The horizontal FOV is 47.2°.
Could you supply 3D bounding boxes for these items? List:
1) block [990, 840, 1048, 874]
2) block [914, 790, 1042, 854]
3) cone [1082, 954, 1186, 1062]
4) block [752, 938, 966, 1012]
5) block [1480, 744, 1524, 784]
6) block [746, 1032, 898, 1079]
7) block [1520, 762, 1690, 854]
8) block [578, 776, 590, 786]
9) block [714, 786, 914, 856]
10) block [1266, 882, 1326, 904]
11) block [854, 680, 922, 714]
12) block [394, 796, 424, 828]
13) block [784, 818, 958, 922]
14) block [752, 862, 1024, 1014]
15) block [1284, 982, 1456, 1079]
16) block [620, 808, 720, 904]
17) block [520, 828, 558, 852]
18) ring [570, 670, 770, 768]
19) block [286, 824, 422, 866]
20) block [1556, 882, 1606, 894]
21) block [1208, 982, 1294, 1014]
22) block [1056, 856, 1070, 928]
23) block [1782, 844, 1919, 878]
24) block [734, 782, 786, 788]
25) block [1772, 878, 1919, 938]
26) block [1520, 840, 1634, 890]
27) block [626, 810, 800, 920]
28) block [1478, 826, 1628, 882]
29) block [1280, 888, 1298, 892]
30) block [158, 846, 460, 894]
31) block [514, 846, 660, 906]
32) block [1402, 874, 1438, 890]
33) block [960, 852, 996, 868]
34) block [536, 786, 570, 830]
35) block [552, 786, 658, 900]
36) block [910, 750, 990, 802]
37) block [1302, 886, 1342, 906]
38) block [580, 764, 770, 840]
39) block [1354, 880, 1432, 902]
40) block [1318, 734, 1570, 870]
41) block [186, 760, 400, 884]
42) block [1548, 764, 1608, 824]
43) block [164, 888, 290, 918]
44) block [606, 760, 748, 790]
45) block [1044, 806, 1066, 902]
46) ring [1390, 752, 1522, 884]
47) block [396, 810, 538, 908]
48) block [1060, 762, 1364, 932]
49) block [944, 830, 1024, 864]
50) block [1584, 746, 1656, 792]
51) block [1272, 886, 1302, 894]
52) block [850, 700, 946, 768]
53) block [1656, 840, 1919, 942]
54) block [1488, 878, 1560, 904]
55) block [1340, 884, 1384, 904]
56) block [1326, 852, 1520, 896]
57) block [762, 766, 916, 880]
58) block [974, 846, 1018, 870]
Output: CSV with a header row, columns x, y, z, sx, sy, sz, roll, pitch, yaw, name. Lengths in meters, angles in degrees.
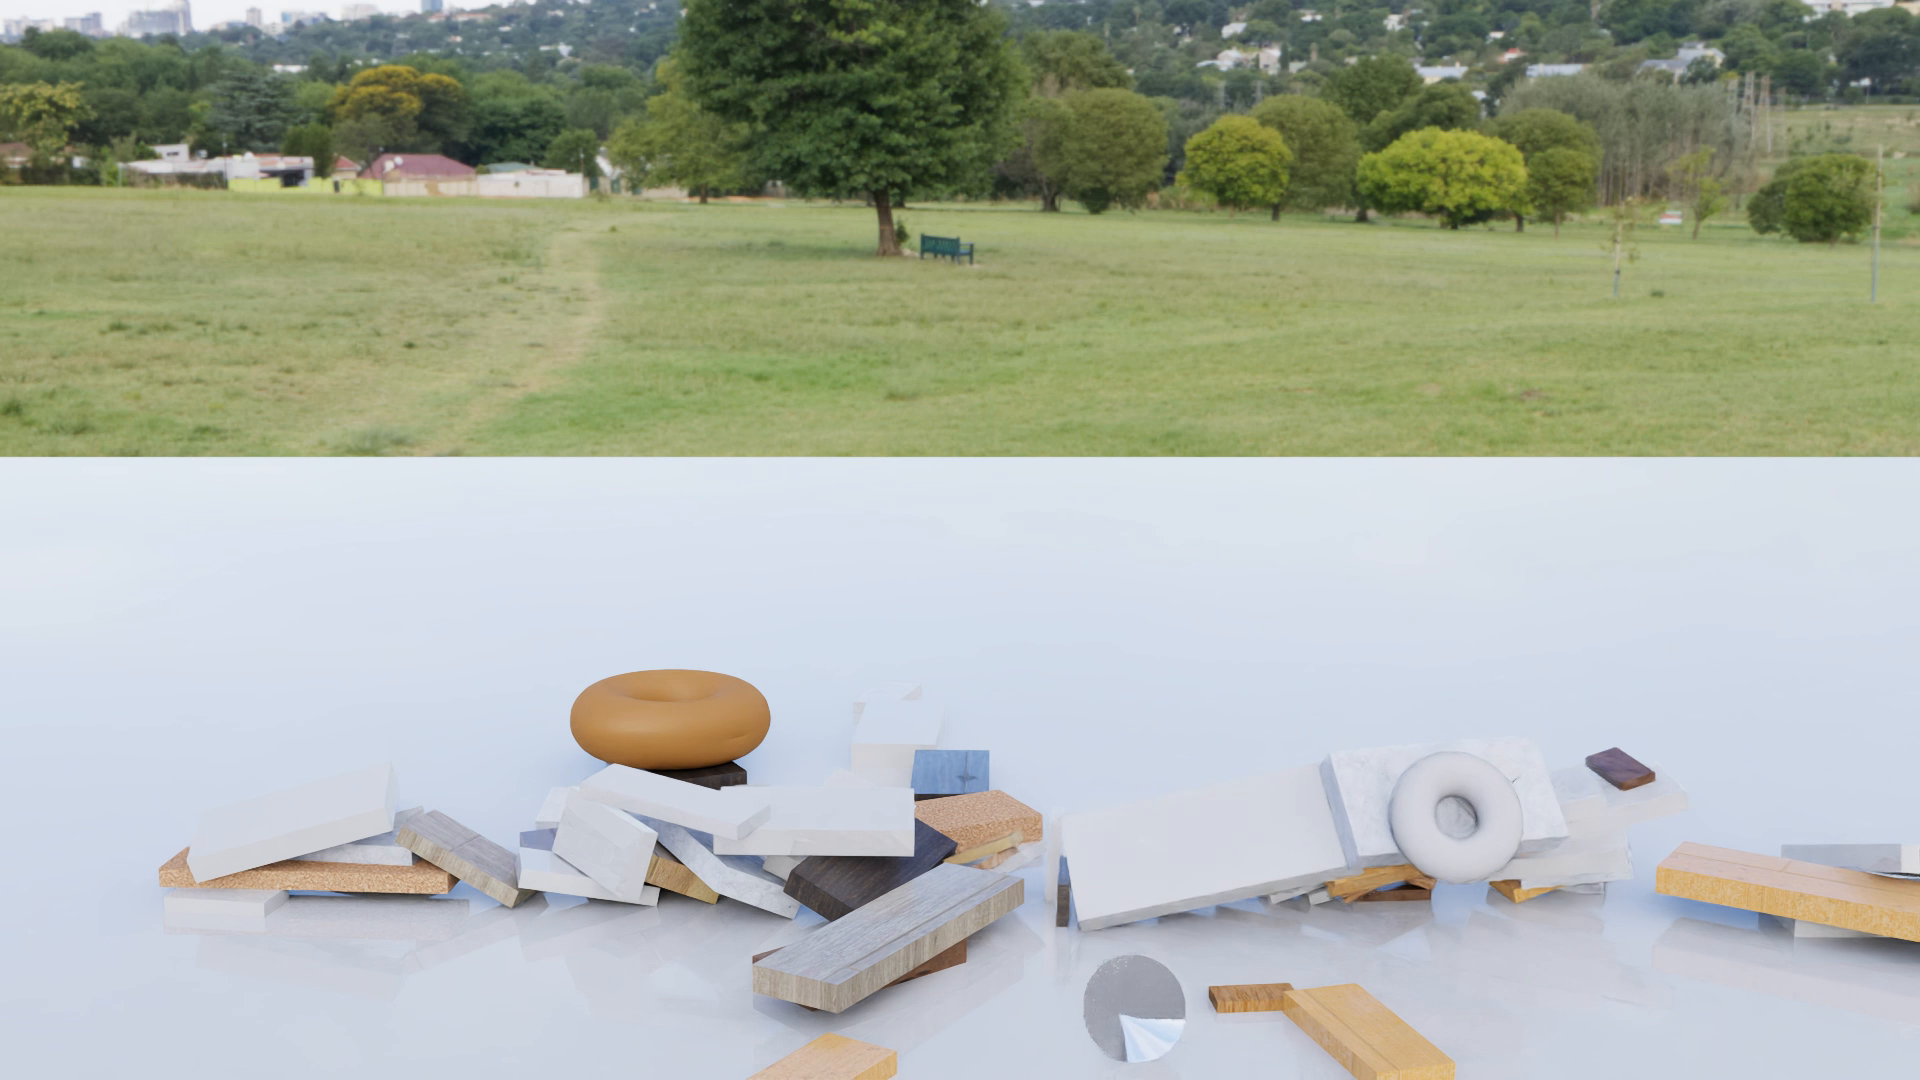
x,y,z,sx,sy,sz,roll,pitch,yaw,name
0.075,0.545,3.644,0.140,0.020,0.070,-36,-12,33,block
-0.042,0.515,3.943,0.339,0.048,0.170,-5,12,-26,block
0.227,0.664,3.091,0.146,0.146,0.146,-2,-16,-11,cone
-0.150,0.633,3.322,0.295,0.042,0.148,-9,14,-40,block
0.827,0.378,3.462,0.122,0.017,0.061,-34,71,-29,block
-0.195,0.716,2.900,0.115,0.033,0.230,7,12,32,block
0.994,0.458,3.657,0.398,0.035,0.125,-14,17,-2,block
-0.671,0.486,4.157,0.095,0.027,0.190,-2,11,-11,block
-0.235,0.459,3.594,0.320,0.045,0.160,1,18,-2,block
0.574,0.561,3.655,0.142,0.020,0.071,-18,12,-3,block
-0.160,0.351,4.881,0.095,0.027,0.190,3,11,16,block
-1.010,0.474,3.740,0.087,0.025,0.175,9,14,40,block
-0.142,0.534,3.594,0.155,0.044,0.310,29,27,16,block
-0.097,0.592,3.317,0.148,0.042,0.522,6,12,31,block
0.563,0.689,3.049,0.115,0.033,0.291,-3,11,-16,block
-0.523,0.523,3.729,0.160,0.045,0.320,23,0,-25,block
-0.705,0.545,3.841,0.093,0.026,0.185,-4,11,-21,block
-0.571,0.351,4.340,0.394,0.131,0.394,1,10,0,ring
-1.009,0.510,3.702,0.226,0.032,0.113,2,11,8,block
1.061,0.561,3.755,0.089,0.025,0.177,3,11,21,block
0.428,0.667,3.205,0.122,0.017,0.061,-1,11,-6,block
0.169,0.571,3.576,0.020,0.070,0.140,4,11,3,block
1.502,0.524,3.589,0.155,0.044,0.310,6,-9,-14,block
-0.368,0.496,4.104,0.095,0.027,0.190,-2,11,-8,block
1.472,0.591,3.544,0.310,0.044,0.155,0,11,0,block
1.014,0.534,3.621,0.177,0.025,0.089,-9,17,17,block
-0.422,0.517,3.689,0.155,0.044,0.430,26,-1,-32,block
0.969,0.510,3.630,0.250,0.035,0.125,-8,18,19,block
0.434,0.529,3.608,0.223,0.112,0.032,-9,-34,12,block
-1.075,0.549,3.664,0.485,0.032,0.113,1,11,4,block
-0.616,0.555,3.630,0.227,0.032,0.113,11,7,-16,block
0.720,0.545,3.647,0.130,0.018,0.065,19,8,-19,block
0.005,0.555,3.729,0.062,0.017,0.123,-30,-8,34,block
-0.646,0.497,4.002,0.226,0.032,0.113,1,26,6,block
-0.581,0.492,3.586,0.032,0.113,0.227,13,5,-42,block
-0.018,0.465,4.229,0.148,0.042,0.295,0,11,1,block
0.633,0.569,3.647,0.130,0.018,0.065,-15,12,-5,block
-0.464,0.424,3.572,0.314,0.026,0.093,11,21,27,block
0.712,0.582,3.664,0.130,0.018,0.065,-1,11,-4,block
0.762,0.411,3.467,0.358,0.179,0.051,-3,-31,-15,block
-1.103,0.466,3.652,0.326,0.045,0.160,-15,24,-4,block
0.930,0.440,3.643,0.250,0.035,0.125,-13,17,3,block
-1.203,0.588,3.611,0.175,0.025,0.087,2,11,10,block
-0.561,0.445,4.320,0.170,0.048,0.339,-5,12,-27,block
0.158,0.521,3.653,0.020,0.140,0.070,5,11,5,block
0.762,0.425,3.376,0.208,0.208,0.069,-1,-23,-6,ring
-0.809,0.527,3.650,0.227,0.032,0.113,27,13,9,block
0.397,0.485,3.497,0.453,0.179,0.051,-13,-31,5,block
0.039,0.516,3.661,0.123,0.017,0.062,-22,-4,20,block
1.110,0.385,3.702,0.061,0.017,0.121,-16,18,-10,block
0.486,0.550,3.626,0.142,0.071,0.020,-11,-35,2,block
-0.124,0.400,4.563,0.170,0.048,0.339,1,11,3,block
1.389,0.562,3.457,0.541,0.044,0.155,7,13,33,block
0.983,0.551,3.678,0.177,0.025,0.089,-17,17,-12,block
0.665,0.529,3.556,0.131,0.019,0.066,-26,55,-5,block
0.742,0.445,3.545,0.358,0.179,0.051,-12,-31,-8,block
-0.200,0.501,3.718,0.155,0.044,0.310,25,26,9,block
0.036,0.547,3.657,0.123,0.017,0.062,-36,-11,32,block
